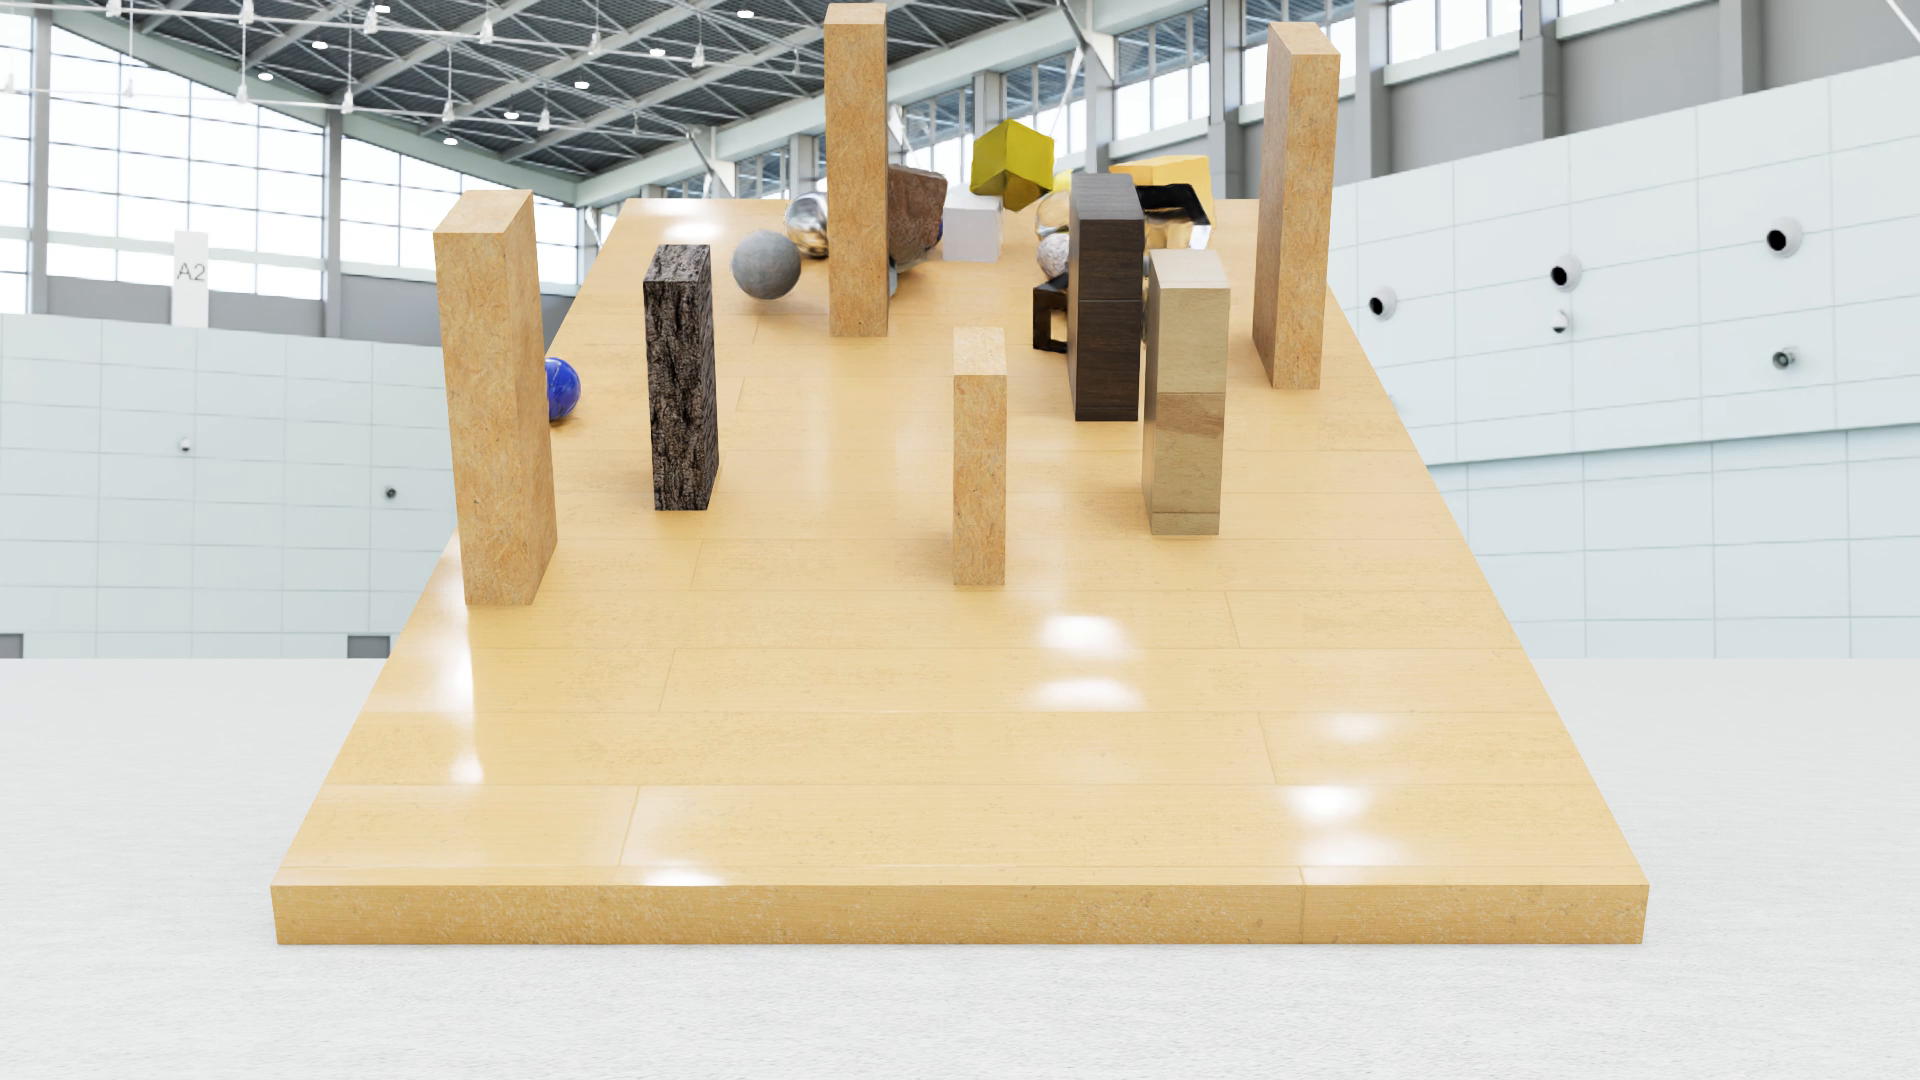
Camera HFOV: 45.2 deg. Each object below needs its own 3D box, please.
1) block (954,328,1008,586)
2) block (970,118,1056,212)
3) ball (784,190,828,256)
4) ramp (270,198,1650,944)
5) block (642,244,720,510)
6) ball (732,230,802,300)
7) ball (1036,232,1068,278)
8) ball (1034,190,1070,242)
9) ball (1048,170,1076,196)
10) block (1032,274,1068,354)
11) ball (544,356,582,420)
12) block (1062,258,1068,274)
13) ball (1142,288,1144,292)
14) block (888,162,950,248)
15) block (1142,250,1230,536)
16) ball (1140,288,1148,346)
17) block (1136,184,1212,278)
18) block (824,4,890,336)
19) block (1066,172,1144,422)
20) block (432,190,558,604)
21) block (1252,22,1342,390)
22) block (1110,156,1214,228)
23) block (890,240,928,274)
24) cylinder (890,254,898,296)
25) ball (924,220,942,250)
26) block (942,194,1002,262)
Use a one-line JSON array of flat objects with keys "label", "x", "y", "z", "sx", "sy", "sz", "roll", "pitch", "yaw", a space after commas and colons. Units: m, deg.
[{"label": "block", "x": 0.036, "y": -0.162, "z": 4.388, "sx": 0.097, "sy": 0.416, "sz": 0.288, "roll": 0, "pitch": 23, "yaw": 0}, {"label": "block", "x": 0.147, "y": -1.048, "z": 6.466, "sx": 0.165, "sy": 0.165, "sz": 0.165, "roll": 19, "pitch": -27, "yaw": -32}, {"label": "ball", "x": -0.396, "y": -0.879, "z": 6.408, "sx": 0.183, "sy": 0.183, "sz": 0.183, "roll": 0, "pitch": -3, "yaw": 0}, {"label": "ramp", "x": -0.007, "y": -0.224, "z": 5.207, "sx": 2.000, "sy": 0.100, "sz": 4.000, "roll": 0, "pitch": 23, "yaw": 0}, {"label": "block", "x": -0.567, "y": -0.334, "z": 4.713, "sx": 0.106, "sy": 0.482, "sz": 0.271, "roll": 0, "pitch": 23, "yaw": 0}, {"label": "ball", "x": -0.500, "y": -0.710, "z": 5.955, "sx": 0.180, "sy": 0.180, "sz": 0.180, "roll": 0, "pitch": -3, "yaw": 0}, {"label": "ball", "x": 0.267, "y": -0.768, "z": 6.224, "sx": 0.122, "sy": 0.122, "sz": 0.122, "roll": 0, "pitch": -3, "yaw": 0}, {"label": "ball", "x": 0.296, "y": -0.886, "z": 6.434, "sx": 0.178, "sy": 0.178, "sz": 0.178, "roll": 0, "pitch": -3, "yaw": 0}, {"label": "ball", "x": 0.325, "y": -1.035, "z": 6.858, "sx": 0.128, "sy": 0.128, "sz": 0.128, "roll": 0, "pitch": -3, "yaw": 0}, {"label": "block", "x": 0.284, "y": -0.553, "z": 5.661, "sx": 0.154, "sy": 0.154, "sz": 0.154, "roll": 11, "pitch": 25, "yaw": 29}, {"label": "ball", "x": -0.919, "y": -0.339, "z": 5.166, "sx": 0.141, "sy": 0.141, "sz": 0.141, "roll": 0, "pitch": -3, "yaw": 0}, {"label": "block", "x": 0.322, "y": -0.678, "z": 5.984, "sx": 0.112, "sy": 0.112, "sz": 0.112, "roll": 15, "pitch": 27, "yaw": 2}, {"label": "ball", "x": 0.401, "y": -0.567, "z": 5.581, "sx": 0.119, "sy": 0.119, "sz": 0.119, "roll": 0, "pitch": -3, "yaw": 0}, {"label": "block", "x": -0.142, "y": -0.879, "z": 6.031, "sx": 0.180, "sy": 0.180, "sz": 0.180, "roll": 10, "pitch": 13, "yaw": -8}, {"label": "block", "x": 0.446, "y": -0.296, "z": 4.595, "sx": 0.133, "sy": 0.507, "sz": 0.274, "roll": 0, "pitch": 23, "yaw": 0}, {"label": "ball", "x": 0.504, "y": -0.527, "z": 5.452, "sx": 0.188, "sy": 0.188, "sz": 0.188, "roll": 0, "pitch": -3, "yaw": 0}, {"label": "block", "x": 0.552, "y": -0.835, "z": 6.236, "sx": 0.176, "sy": 0.176, "sz": 0.176, "roll": -5, "pitch": -42, "yaw": -16}, {"label": "block", "x": -0.253, "y": -0.920, "z": 5.739, "sx": 0.142, "sy": 0.773, "sz": 0.290, "roll": 0, "pitch": 23, "yaw": 0}, {"label": "block", "x": 0.329, "y": -0.563, "z": 5.287, "sx": 0.141, "sy": 0.465, "sz": 0.427, "roll": 0, "pitch": 23, "yaw": 0}, {"label": "block", "x": -0.850, "y": -0.264, "z": 4.254, "sx": 0.123, "sy": 0.704, "sz": 0.305, "roll": 0, "pitch": 23, "yaw": 0}, {"label": "block", "x": 0.785, "y": -0.789, "z": 5.424, "sx": 0.109, "sy": 0.780, "sz": 0.403, "roll": 0, "pitch": 23, "yaw": 0}, {"label": "block", "x": 0.577, "y": -0.981, "z": 6.584, "sx": 0.201, "sy": 0.201, "sz": 0.201, "roll": -15, "pitch": 16, "yaw": -30}, {"label": "block", "x": -0.194, "y": -0.814, "z": 6.228, "sx": 0.154, "sy": 0.154, "sz": 0.154, "roll": -23, "pitch": 24, "yaw": 0}, {"label": "cylinder", "x": -0.222, "y": -0.694, "z": 6.055, "sx": 0.114, "sy": 0.114, "sz": 0.114, "roll": 0, "pitch": 25, "yaw": -1}, {"label": "ball", "x": -0.111, "y": -0.878, "z": 6.470, "sx": 0.134, "sy": 0.134, "sz": 0.134, "roll": 0, "pitch": -3, "yaw": 0}, {"label": "block", "x": 0.035, "y": -0.868, "z": 6.425, "sx": 0.151, "sy": 0.151, "sz": 0.151, "roll": 3, "pitch": 23, "yaw": 6}]
